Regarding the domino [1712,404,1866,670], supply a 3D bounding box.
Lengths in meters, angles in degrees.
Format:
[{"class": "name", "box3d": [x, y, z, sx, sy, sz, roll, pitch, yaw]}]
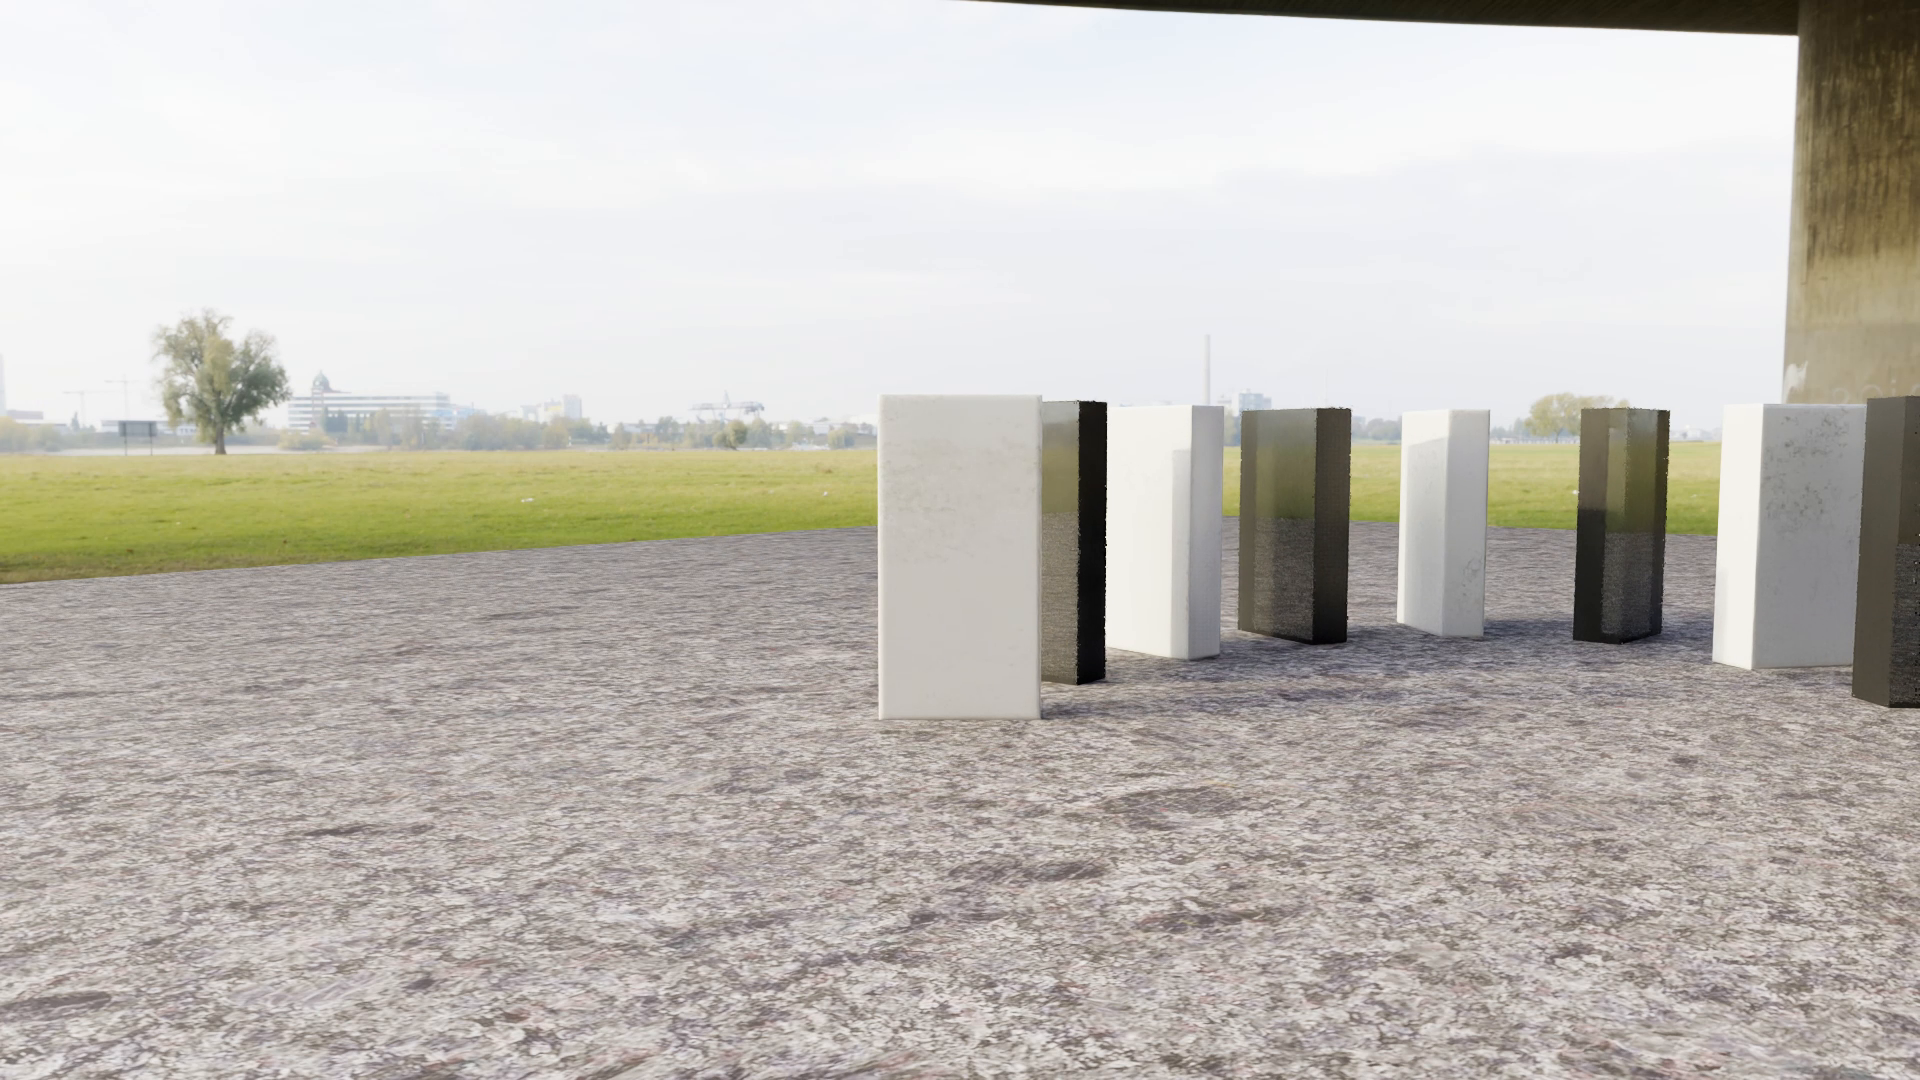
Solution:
[{"class": "domino", "box3d": [0.161, -0.001, 0.247, 0.025, 0.050, 0.009, -1, 4, -11]}]

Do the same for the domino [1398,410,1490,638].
[{"class": "domino", "box3d": [0.110, -0.004, 0.293, 0.010, 0.050, 0.025, 0, 4, -3]}]

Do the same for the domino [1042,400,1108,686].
[{"class": "domino", "box3d": [0.014, 0.000, 0.236, 0.025, 0.050, 0.009, 3, 5, 38]}]

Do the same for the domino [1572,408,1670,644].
[{"class": "domino", "box3d": [0.145, -0.004, 0.282, 0.025, 0.050, 0.010, -4, 6, -43]}]

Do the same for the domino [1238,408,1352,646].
[{"class": "domino", "box3d": [0.073, -0.004, 0.283, 0.009, 0.050, 0.025, -2, 5, -26]}]

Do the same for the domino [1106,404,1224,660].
[{"class": "domino", "box3d": [0.041, -0.002, 0.263, 0.009, 0.050, 0.025, -3, 5, -38]}]

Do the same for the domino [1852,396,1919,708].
[{"class": "domino", "box3d": [0.162, 0.002, 0.209, 0.025, 0.050, 0.010, 0, 4, 3]}]

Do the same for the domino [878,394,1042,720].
[{"class": "domino", "box3d": [0.000, 0.002, 0.201, 0.025, 0.050, 0.010, 0, 4, 0]}]
